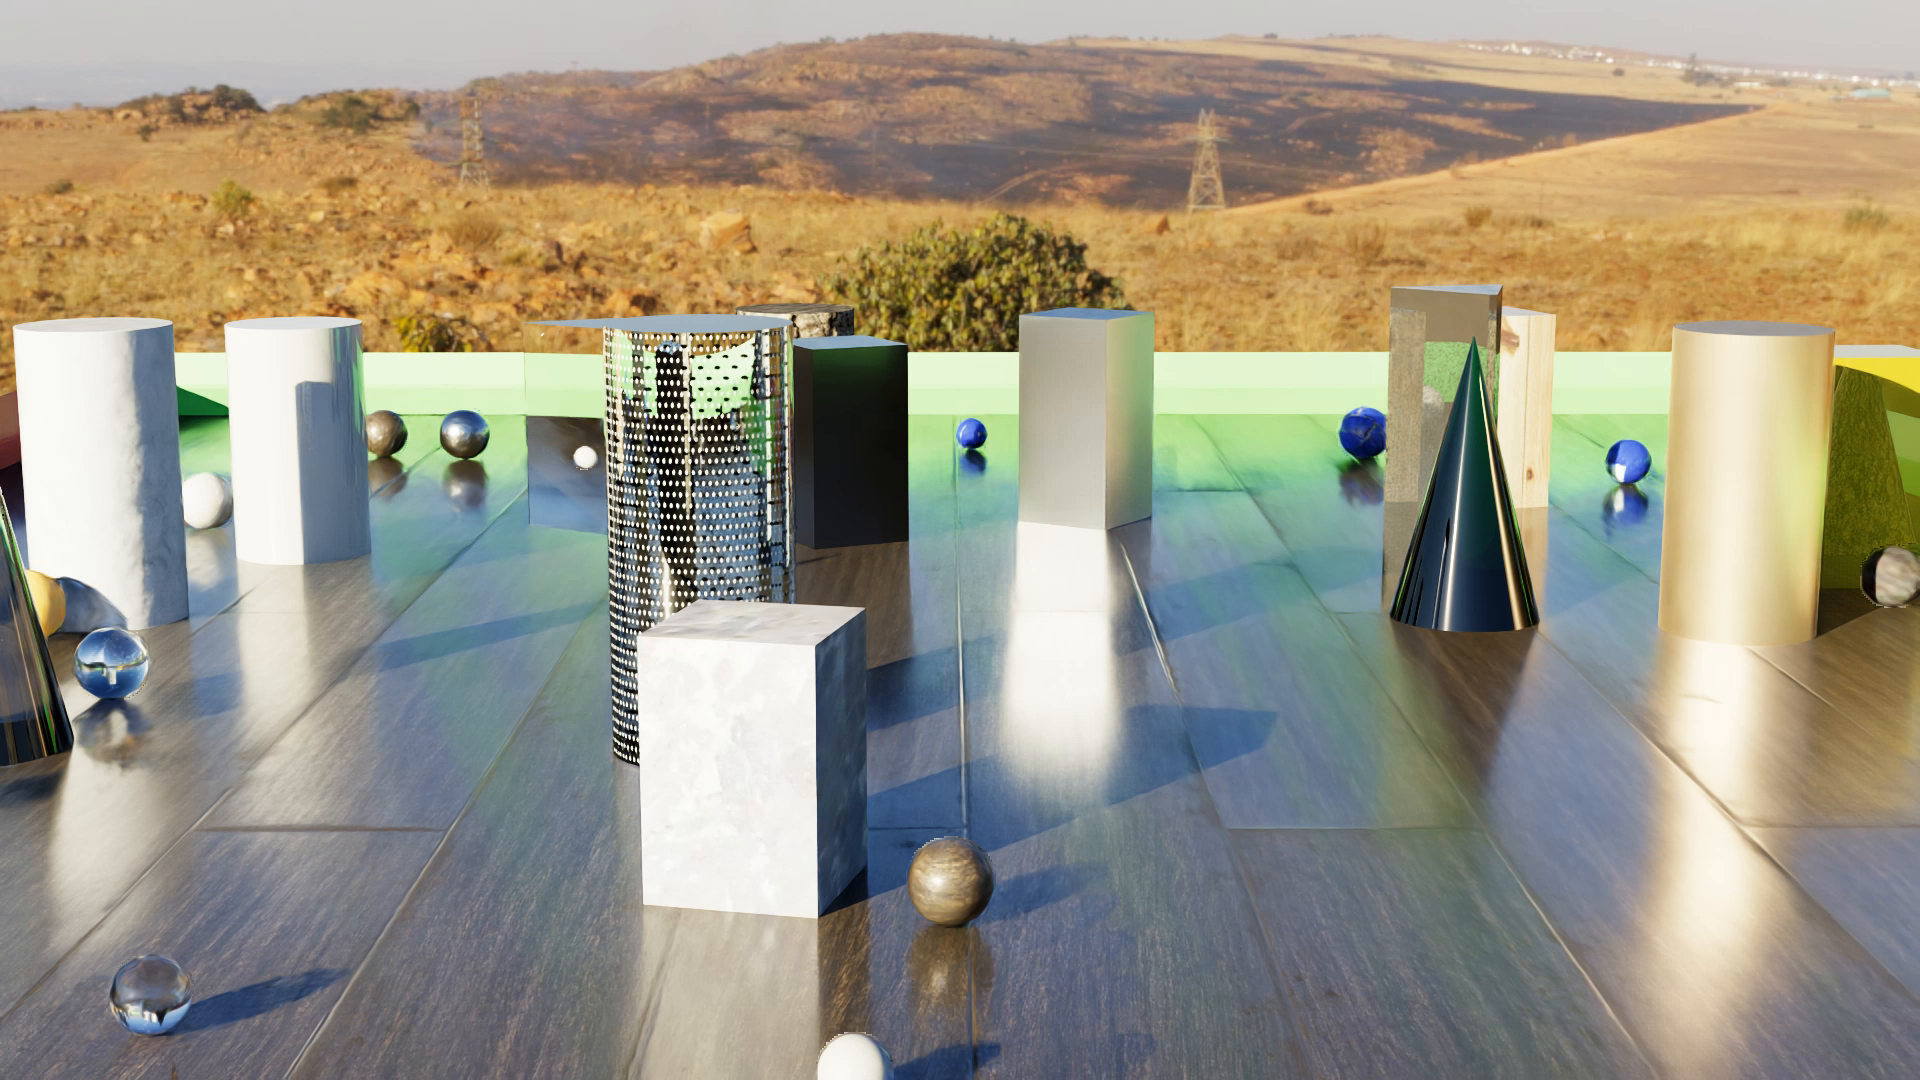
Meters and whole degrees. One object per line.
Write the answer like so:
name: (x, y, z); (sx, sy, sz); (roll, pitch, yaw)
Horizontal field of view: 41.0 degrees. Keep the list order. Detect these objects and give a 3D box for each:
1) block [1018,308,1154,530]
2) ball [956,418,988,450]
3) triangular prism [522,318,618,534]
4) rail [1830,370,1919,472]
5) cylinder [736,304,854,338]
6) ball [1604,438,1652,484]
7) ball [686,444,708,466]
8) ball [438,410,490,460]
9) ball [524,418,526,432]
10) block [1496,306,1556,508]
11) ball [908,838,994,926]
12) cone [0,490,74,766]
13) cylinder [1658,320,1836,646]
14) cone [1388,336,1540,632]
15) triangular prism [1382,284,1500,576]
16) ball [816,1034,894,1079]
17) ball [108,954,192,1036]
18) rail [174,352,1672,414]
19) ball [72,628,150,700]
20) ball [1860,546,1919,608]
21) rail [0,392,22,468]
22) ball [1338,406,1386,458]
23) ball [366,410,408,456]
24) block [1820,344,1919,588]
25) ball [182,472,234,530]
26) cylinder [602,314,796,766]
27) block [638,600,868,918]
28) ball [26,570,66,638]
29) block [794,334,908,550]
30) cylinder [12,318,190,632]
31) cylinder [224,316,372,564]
block: (0.205, -0.199, 4.151); (0.160, 0.334, 0.160); (7, 12, 31)
ball: (0.022, -0.204, 4.926); (0.061, 0.061, 0.061); (0, 10, 0)
triangular prism: (-0.580, -0.188, 4.114); (0.173, 0.325, 0.150); (7, 12, 33)
rail: (1.725, 0.032, 3.458); (0.045, 0.130, 4.007); (0, 10, 0)
cylinder: (-0.278, -0.229, 4.337); (0.200, 0.325, 0.200); (0, 10, 0)
ball: (1.177, -0.138, 4.520); (0.080, 0.080, 0.080); (0, 10, 0)
ball: (-0.485, -0.158, 4.736); (0.041, 0.041, 0.041); (0, 10, 0)
ball: (-0.929, -0.198, 4.806); (0.094, 0.094, 0.094); (0, 10, 0)
ball: (-0.815, -0.225, 5.007); (0.074, 0.074, 0.074); (0, 10, 0)
block: (0.884, -0.224, 4.318); (0.160, 0.321, 0.160); (-3, 11, -18)
ball: (-0.008, 0.293, 2.200); (0.074, 0.074, 0.074); (0, 10, 0)
cone: (-1.066, -0.014, 2.739); (0.200, 0.482, 0.200); (0, 10, 0)
cylinder: (1.018, -0.077, 3.326); (0.200, 0.395, 0.200); (0, 10, 0)
cone: (0.676, -0.085, 3.406); (0.200, 0.379, 0.200); (0, 10, 0)
triangular prism: (0.728, -0.156, 3.693); (0.173, 0.415, 0.150); (10, 15, 44)
ball: (-0.074, 0.376, 1.810); (0.054, 0.054, 0.054); (0, 10, 0)
ball: (-0.616, 0.346, 1.952); (0.061, 0.061, 0.061); (0, 10, 0)
rail: (-0.011, -0.326, 5.395); (3.498, 0.130, 0.045); (0, 10, 0)
ball: (-0.988, 0.143, 2.986); (0.084, 0.084, 0.084); (0, 10, 0)
ball: (1.270, 0.050, 3.493); (0.082, 0.082, 0.082); (0, 10, 0)
rail: (-1.725, 0.035, 3.439); (0.045, 0.130, 4.007); (0, 10, 0)
ball: (0.760, -0.202, 4.813); (0.098, 0.098, 0.098); (0, 10, 0)
ball: (-1.087, -0.202, 4.840); (0.089, 0.089, 0.089); (0, 10, 0)
block: (1.291, -0.108, 3.676); (0.160, 0.327, 0.160); (-1, 10, -4)
ball: (-1.197, -0.061, 4.075); (0.091, 0.091, 0.091); (0, 10, 0)
cylinder: (-0.275, -0.002, 2.737); (0.200, 0.460, 0.200); (0, 10, 0)
block: (-0.182, 0.191, 2.293); (0.160, 0.242, 0.160); (3, 11, 13)
ball: (-1.191, 0.085, 3.283); (0.091, 0.091, 0.091); (0, 10, 0)
block: (-0.187, -0.155, 3.990); (0.160, 0.306, 0.160); (-5, 12, -27)
cylinder: (-1.136, -0.090, 3.400); (0.200, 0.392, 0.200); (0, 10, 0)
cylinder: (-0.994, -0.153, 3.861); (0.200, 0.348, 0.200); (0, 10, 0)
